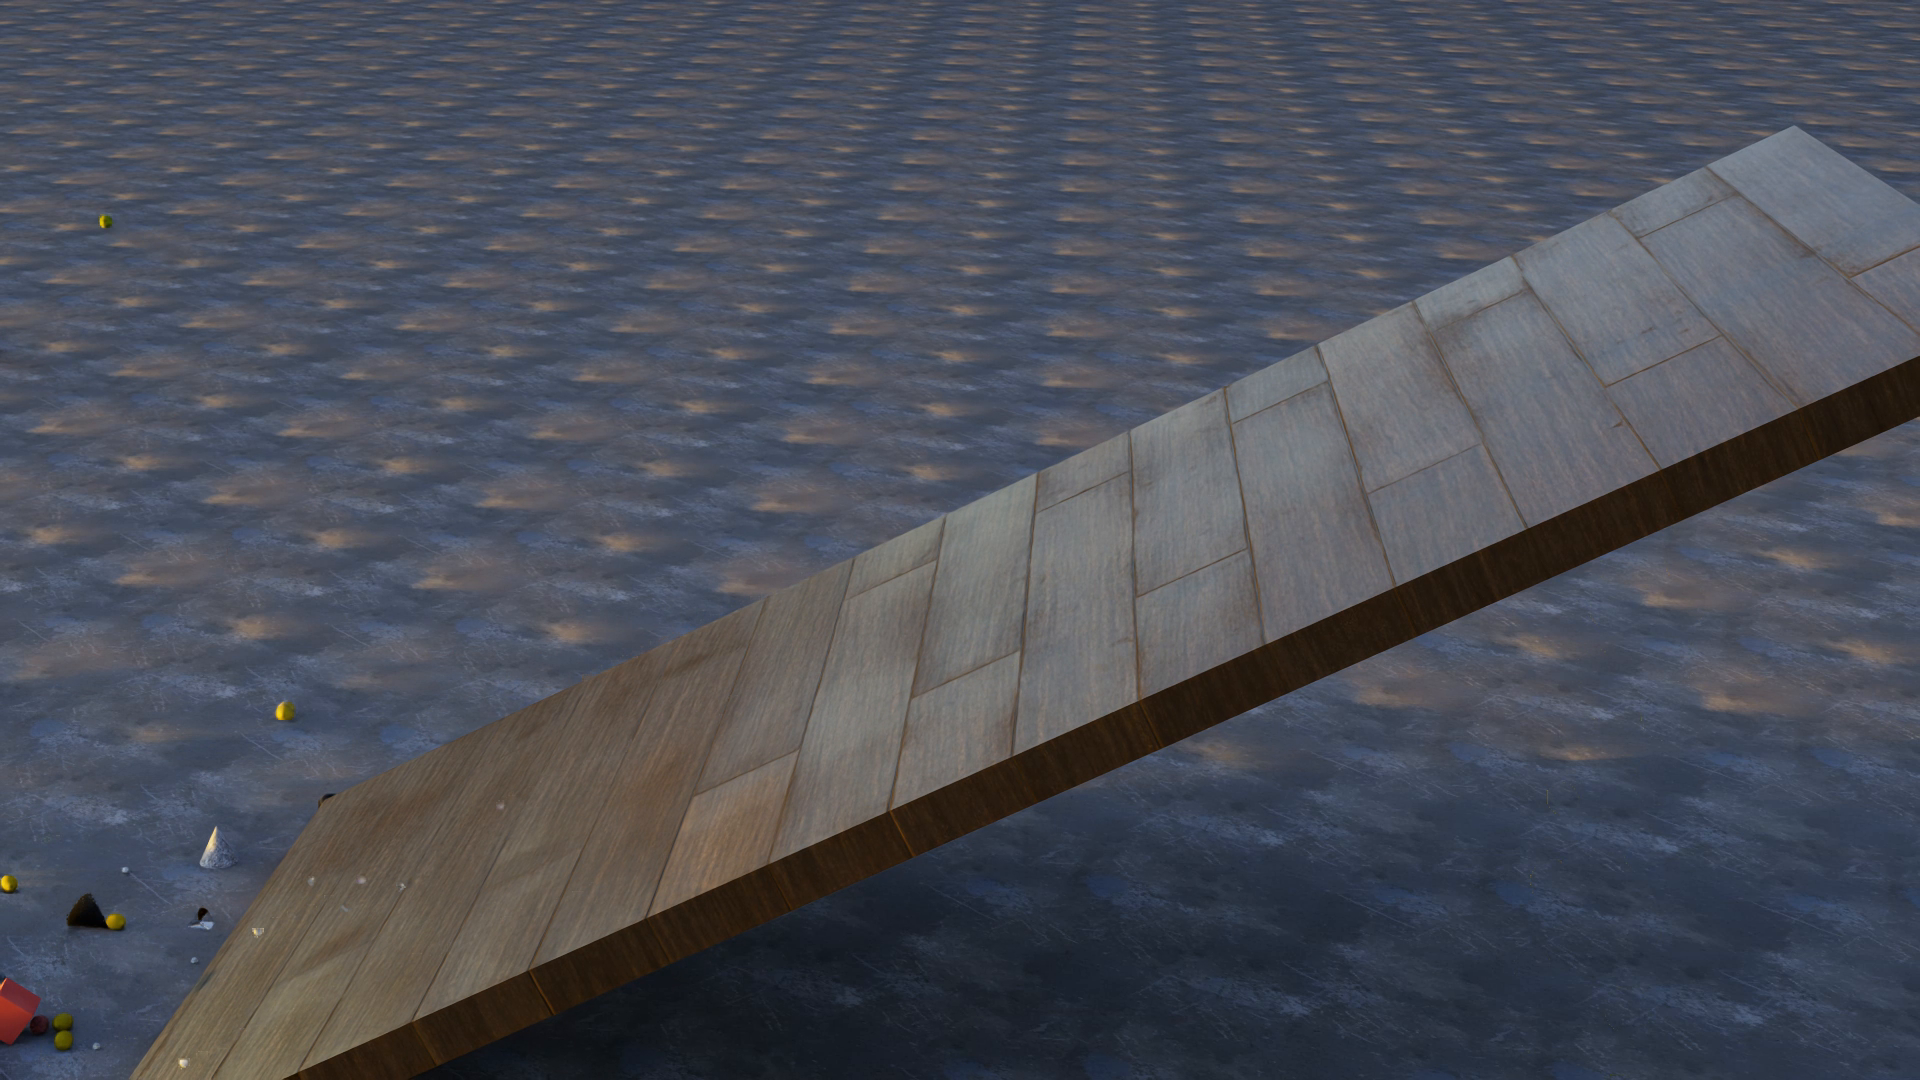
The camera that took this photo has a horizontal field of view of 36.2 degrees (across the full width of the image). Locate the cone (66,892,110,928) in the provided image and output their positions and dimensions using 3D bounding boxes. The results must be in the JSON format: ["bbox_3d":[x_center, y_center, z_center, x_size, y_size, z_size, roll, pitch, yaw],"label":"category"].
[{"bbox_3d":[-2.059,0.901,6.997,0.090,0.090,0.090,30,22,6],"label":"cone"}]

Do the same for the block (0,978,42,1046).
[{"bbox_3d":[-2.074,1.028,6.412,0.088,0.088,0.088,36,9,-14],"label":"block"}]

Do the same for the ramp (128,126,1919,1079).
[{"bbox_3d":[0.137,0.168,6.281,4.000,0.100,2.000,-25,13,9],"label":"ramp"}]

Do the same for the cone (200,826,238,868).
[{"bbox_3d":[-1.862,0.761,7.380,0.096,0.096,0.096,0,16,0],"label":"cone"}]
